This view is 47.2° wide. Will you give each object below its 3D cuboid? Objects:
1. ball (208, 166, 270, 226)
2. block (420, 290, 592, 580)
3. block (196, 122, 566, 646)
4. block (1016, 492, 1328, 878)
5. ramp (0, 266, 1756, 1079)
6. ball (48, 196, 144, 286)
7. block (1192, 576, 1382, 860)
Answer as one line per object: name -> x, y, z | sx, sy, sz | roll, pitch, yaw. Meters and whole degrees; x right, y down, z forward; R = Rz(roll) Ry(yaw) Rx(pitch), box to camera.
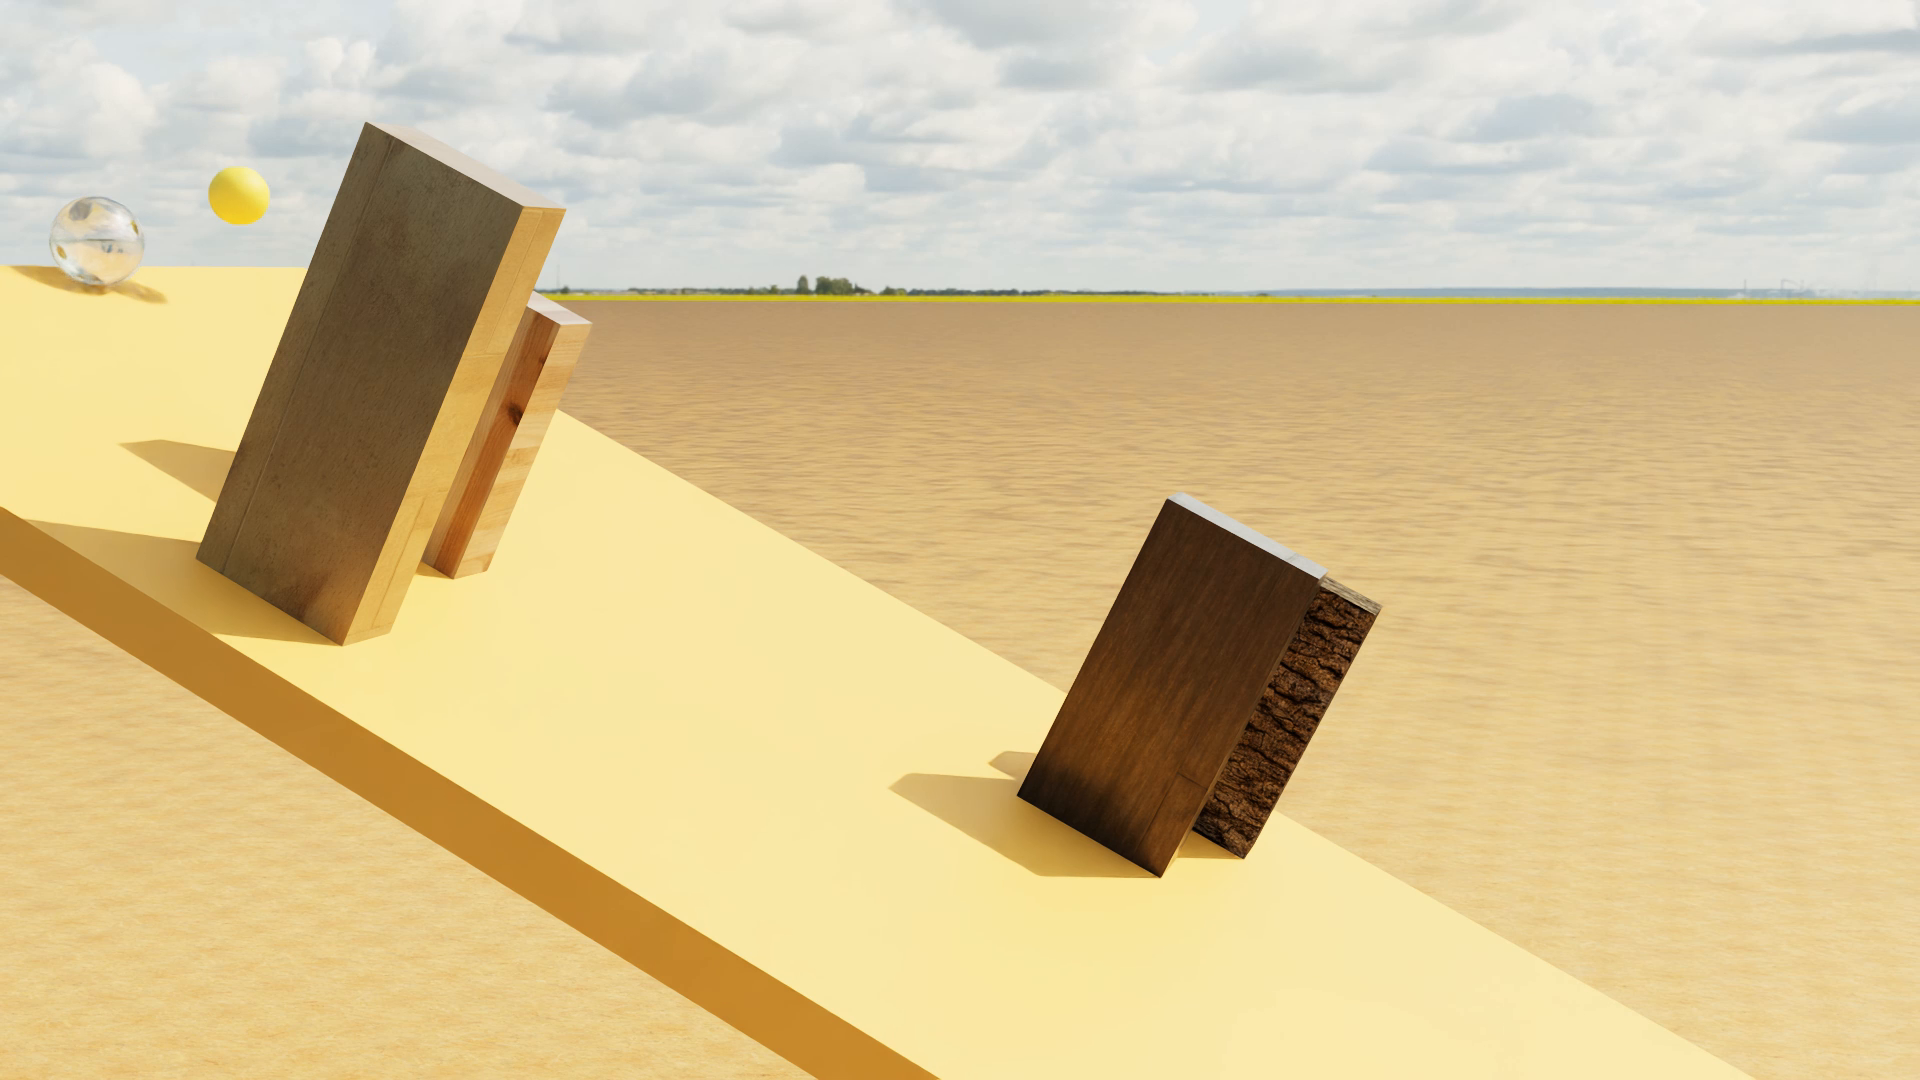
ball -> -1.568, -0.749, 4.781 | 0.128, 0.128, 0.128 | 0, 7, 0
block -> -0.984, -0.264, 4.049 | 0.440, 0.517, 0.124 | 29, 14, 12
block -> -0.934, -0.246, 3.527 | 0.300, 0.775, 0.141 | 29, 14, 12
block -> 0.406, 0.277, 4.231 | 0.321, 0.659, 0.134 | 29, 14, 12
ramp -> -0.246, 0.415, 4.160 | 4.000, 0.100, 2.000 | 29, 14, 12
ball -> -1.811, -0.628, 4.616 | 0.188, 0.188, 0.188 | 0, 7, 0
block -> 0.568, 0.310, 4.564 | 0.370, 0.581, 0.129 | 29, 14, 12
